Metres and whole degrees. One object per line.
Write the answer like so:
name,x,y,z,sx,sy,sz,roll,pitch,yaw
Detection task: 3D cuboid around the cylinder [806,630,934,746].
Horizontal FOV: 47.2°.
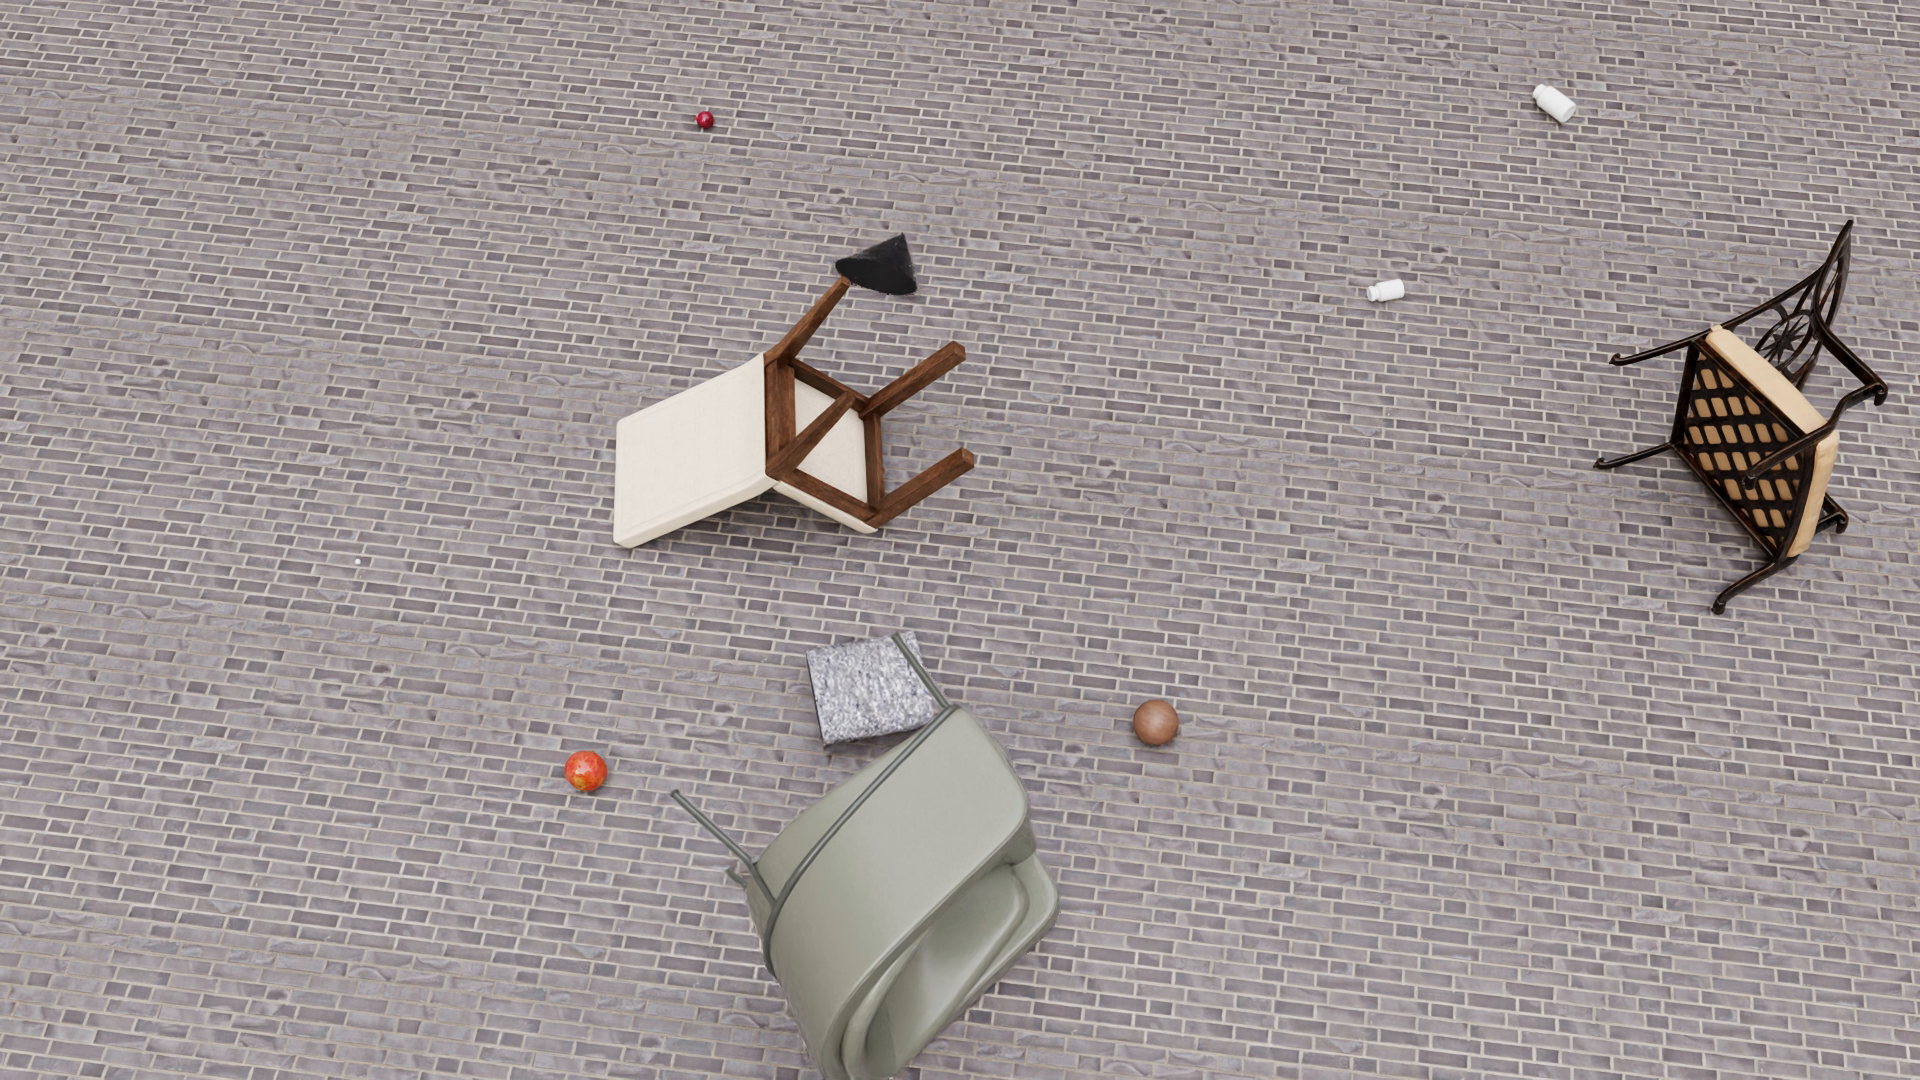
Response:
cylinder,-0.257,0.417,6.213,0.314,0.133,0.319,-10,53,-6

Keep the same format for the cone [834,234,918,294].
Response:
cone,-0.228,-0.931,7.165,0.286,0.115,0.258,17,45,11
